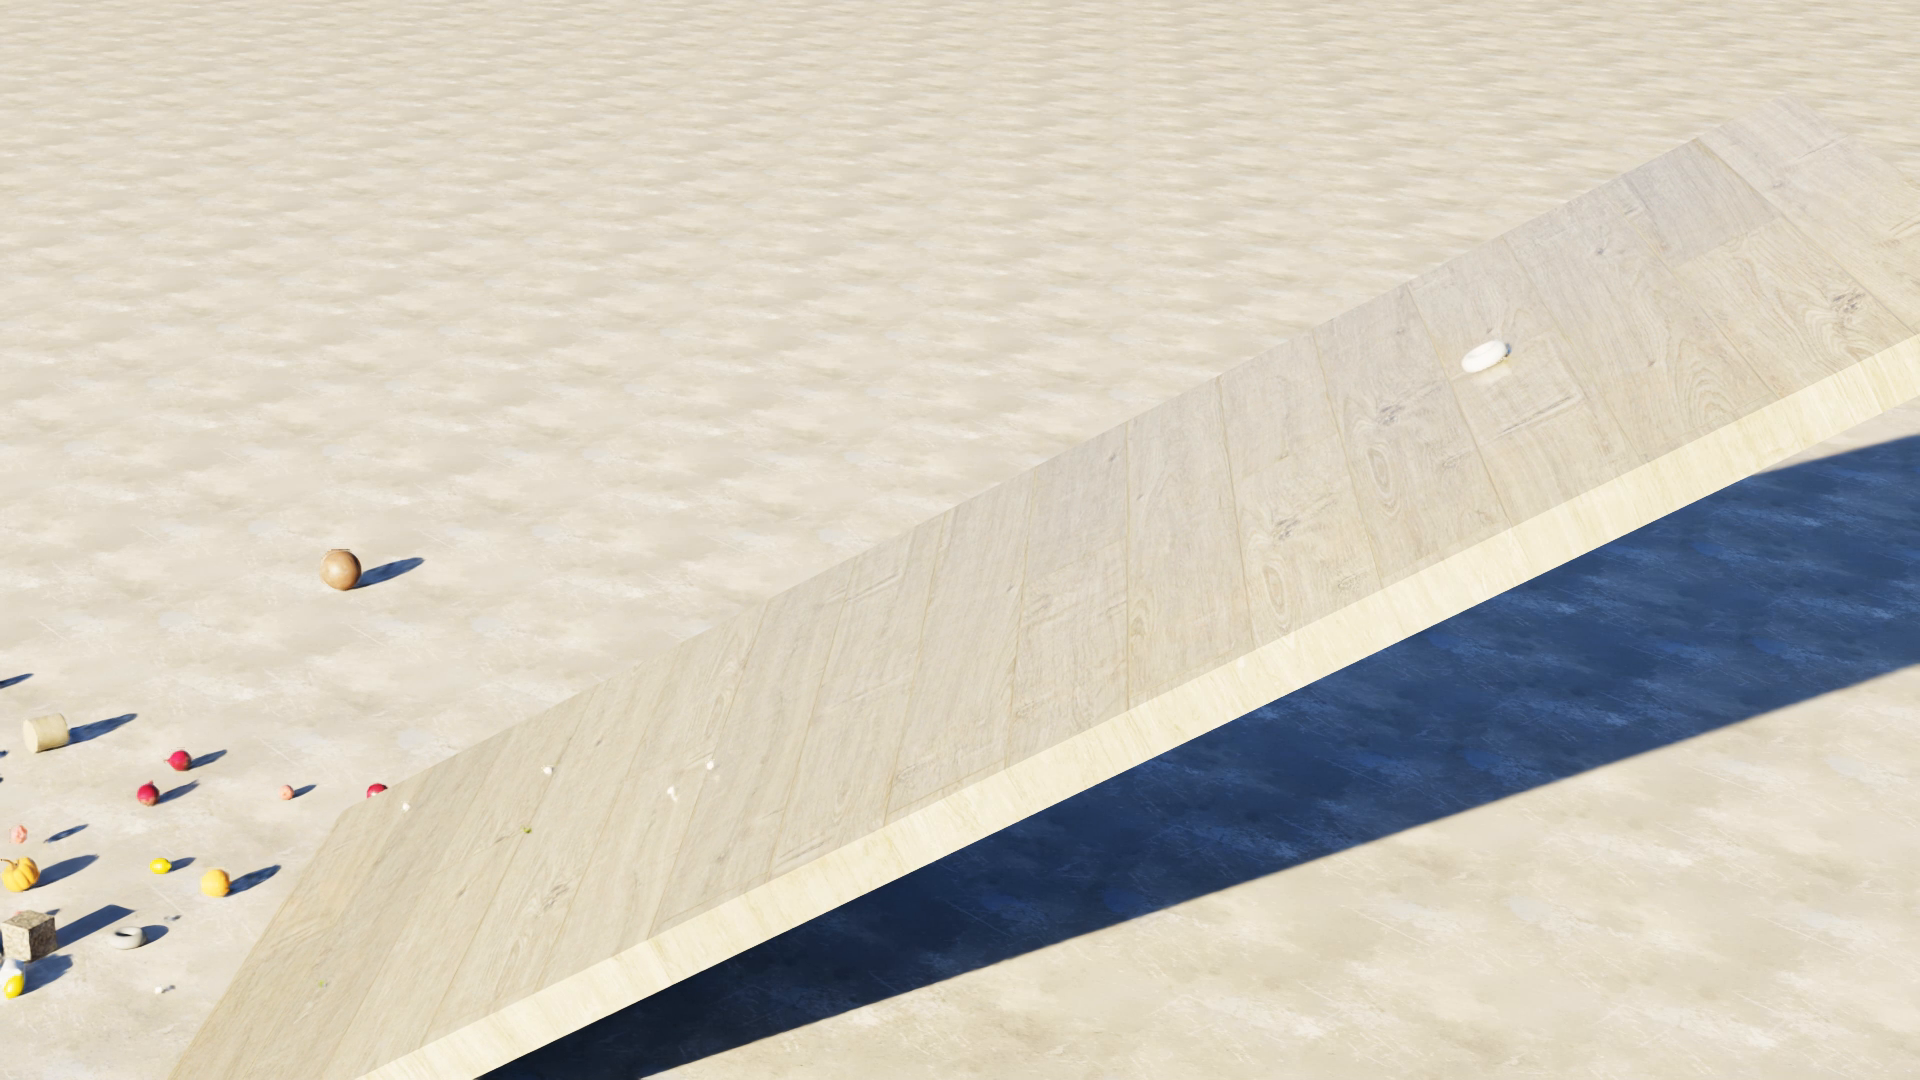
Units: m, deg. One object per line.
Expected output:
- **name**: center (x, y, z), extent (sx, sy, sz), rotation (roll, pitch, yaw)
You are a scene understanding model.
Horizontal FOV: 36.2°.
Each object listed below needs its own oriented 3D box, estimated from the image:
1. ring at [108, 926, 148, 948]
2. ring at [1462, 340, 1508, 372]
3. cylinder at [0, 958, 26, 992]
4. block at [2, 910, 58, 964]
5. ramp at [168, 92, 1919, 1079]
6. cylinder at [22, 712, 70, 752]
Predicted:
- **ring**: center (-1.990, 0.951, 7.029), extent (0.092, 0.031, 0.092), rotation (0, 16, 0)
- **ring**: center (1.086, -0.380, 6.088), extent (0.100, 0.033, 0.100), rotation (-28, 13, 7)
- **cylinder**: center (-2.192, 1.006, 6.803), extent (0.059, 0.059, 0.059), rotation (-5, 16, -16)
- **block**: center (-2.206, 0.939, 6.974), extent (0.086, 0.086, 0.086), rotation (9, 20, 27)
- **ramp**: center (0.141, 0.167, 6.281), extent (4.000, 0.100, 2.000), rotation (-26, 14, 11)
- **cylinder**: center (-2.561, 0.539, 8.240), extent (0.093, 0.093, 0.093), rotation (-15, 23, -39)
